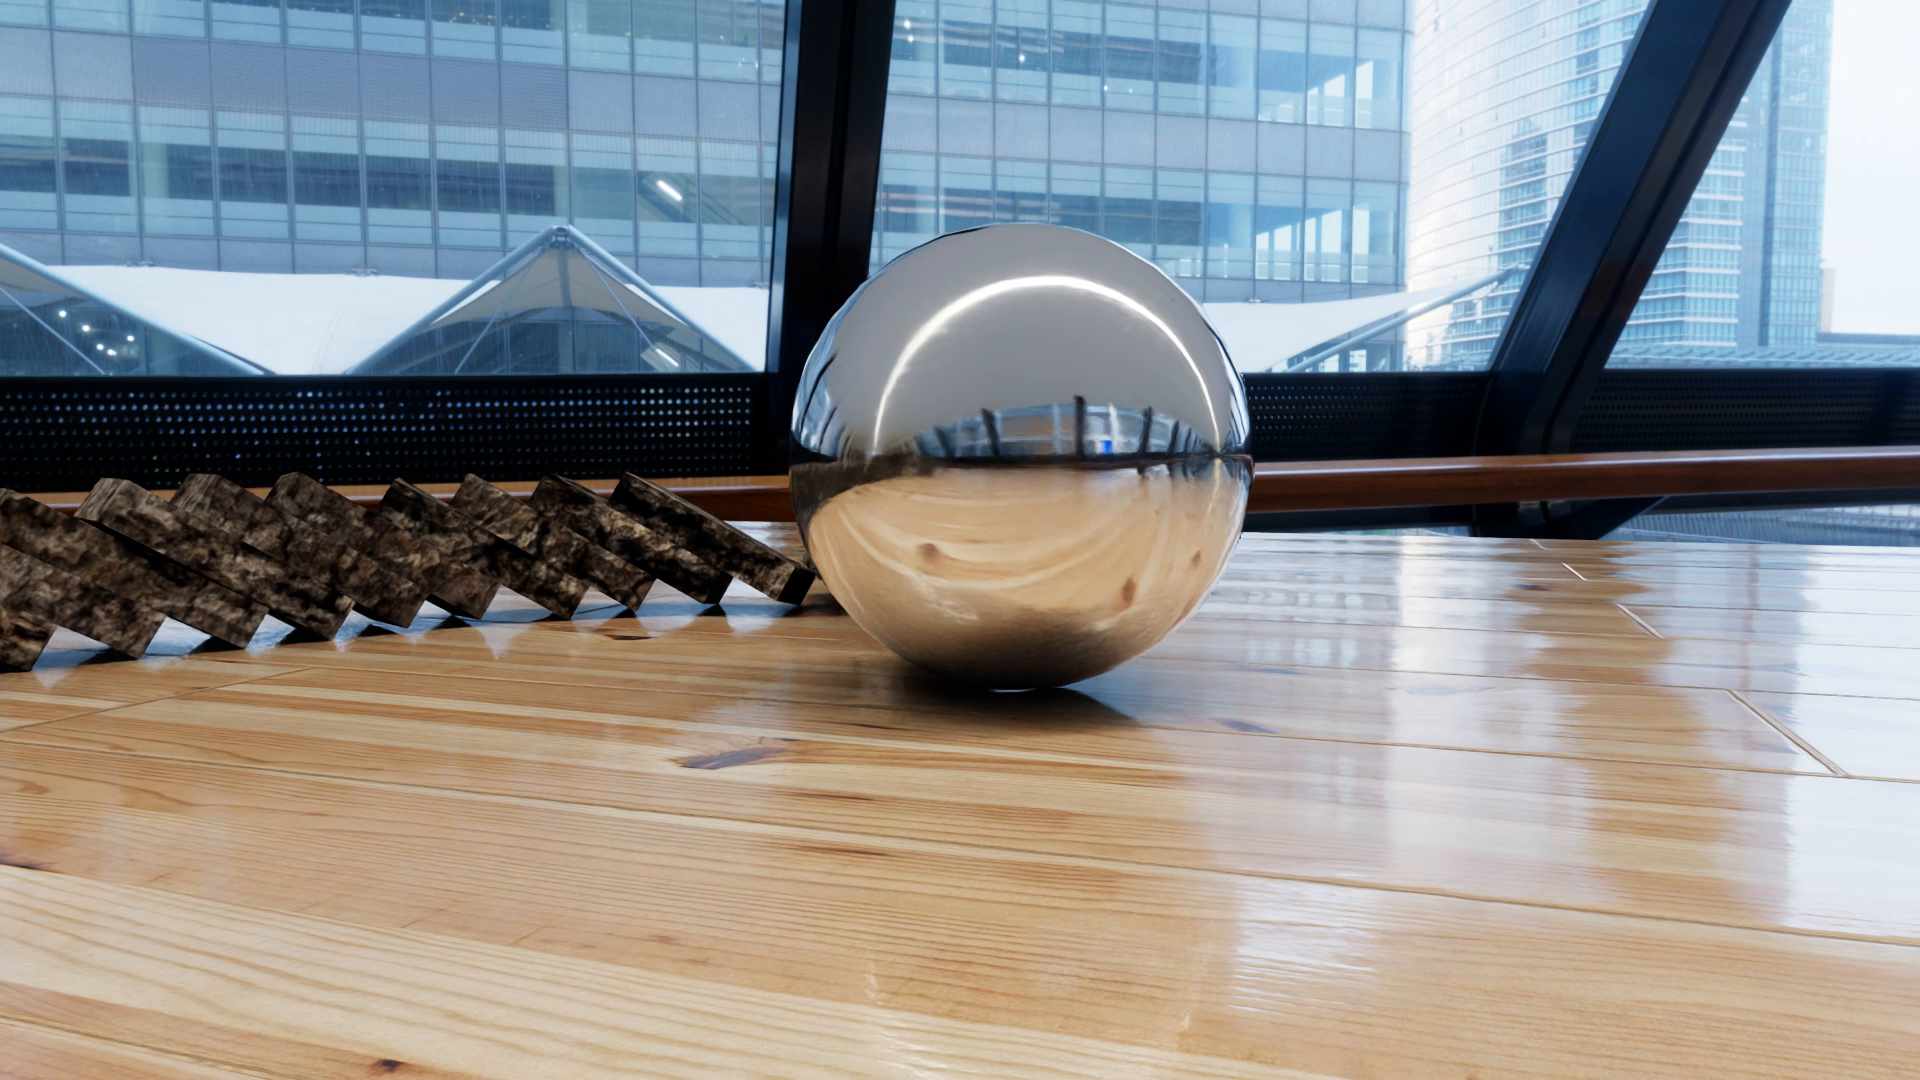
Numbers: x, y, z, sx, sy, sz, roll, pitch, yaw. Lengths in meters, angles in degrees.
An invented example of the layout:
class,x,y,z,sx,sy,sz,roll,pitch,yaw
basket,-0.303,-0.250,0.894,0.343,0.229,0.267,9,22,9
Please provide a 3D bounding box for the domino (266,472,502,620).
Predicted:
class,x,y,z,sx,sy,sz,roll,pitch,yaw
domino,-0.135,0.002,0.298,0.050,0.009,0.025,36,-20,-30

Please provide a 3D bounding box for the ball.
class,x,y,z,sx,sy,sz,roll,pitch,yaw
ball,0.010,-0.014,0.223,0.080,0.080,0.080,0,4,0

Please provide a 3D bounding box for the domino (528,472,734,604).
class,x,y,z,sx,sy,sz,roll,pitch,yaw
domino,-0.083,0.000,0.329,0.050,0.009,0.025,29,-3,0

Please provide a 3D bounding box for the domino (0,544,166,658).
class,x,y,z,sx,sy,sz,roll,pitch,yaw
domino,-0.184,0.007,0.247,0.025,0.009,0.050,4,-25,46

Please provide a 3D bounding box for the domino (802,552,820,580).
class,x,y,z,sx,sy,sz,roll,pitch,yaw
domino,-0.027,0.008,0.342,0.025,0.009,0.050,22,0,-13

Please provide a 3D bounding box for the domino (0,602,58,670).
class,x,y,z,sx,sy,sz,roll,pitch,yaw
domino,-0.197,0.008,0.235,0.025,0.009,0.050,4,-24,46

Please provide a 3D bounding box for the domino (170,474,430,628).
class,x,y,z,sx,sy,sz,roll,pitch,yaw
domino,-0.146,0.003,0.285,0.025,0.009,0.050,3,-28,47

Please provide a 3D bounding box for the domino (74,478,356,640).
class,x,y,z,sx,sy,sz,roll,pitch,yaw
domino,-0.158,0.004,0.273,0.025,0.009,0.050,4,-27,46

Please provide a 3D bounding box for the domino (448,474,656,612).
class,x,y,z,sx,sy,sz,roll,pitch,yaw
domino,-0.101,0.001,0.320,0.050,0.009,0.025,32,-8,-16

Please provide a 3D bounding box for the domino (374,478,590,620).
class,x,y,z,sx,sy,sz,roll,pitch,yaw
domino,-0.116,0.002,0.313,0.050,0.009,0.025,32,-8,-20

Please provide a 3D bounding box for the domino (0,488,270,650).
class,x,y,z,sx,sy,sz,roll,pitch,yaw
domino,-0.170,0.006,0.261,0.025,0.009,0.050,4,-25,46

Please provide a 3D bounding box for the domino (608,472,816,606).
class,x,y,z,sx,sy,sz,roll,pitch,yaw
domino,-0.063,0.000,0.329,0.050,0.009,0.025,29,-2,8
